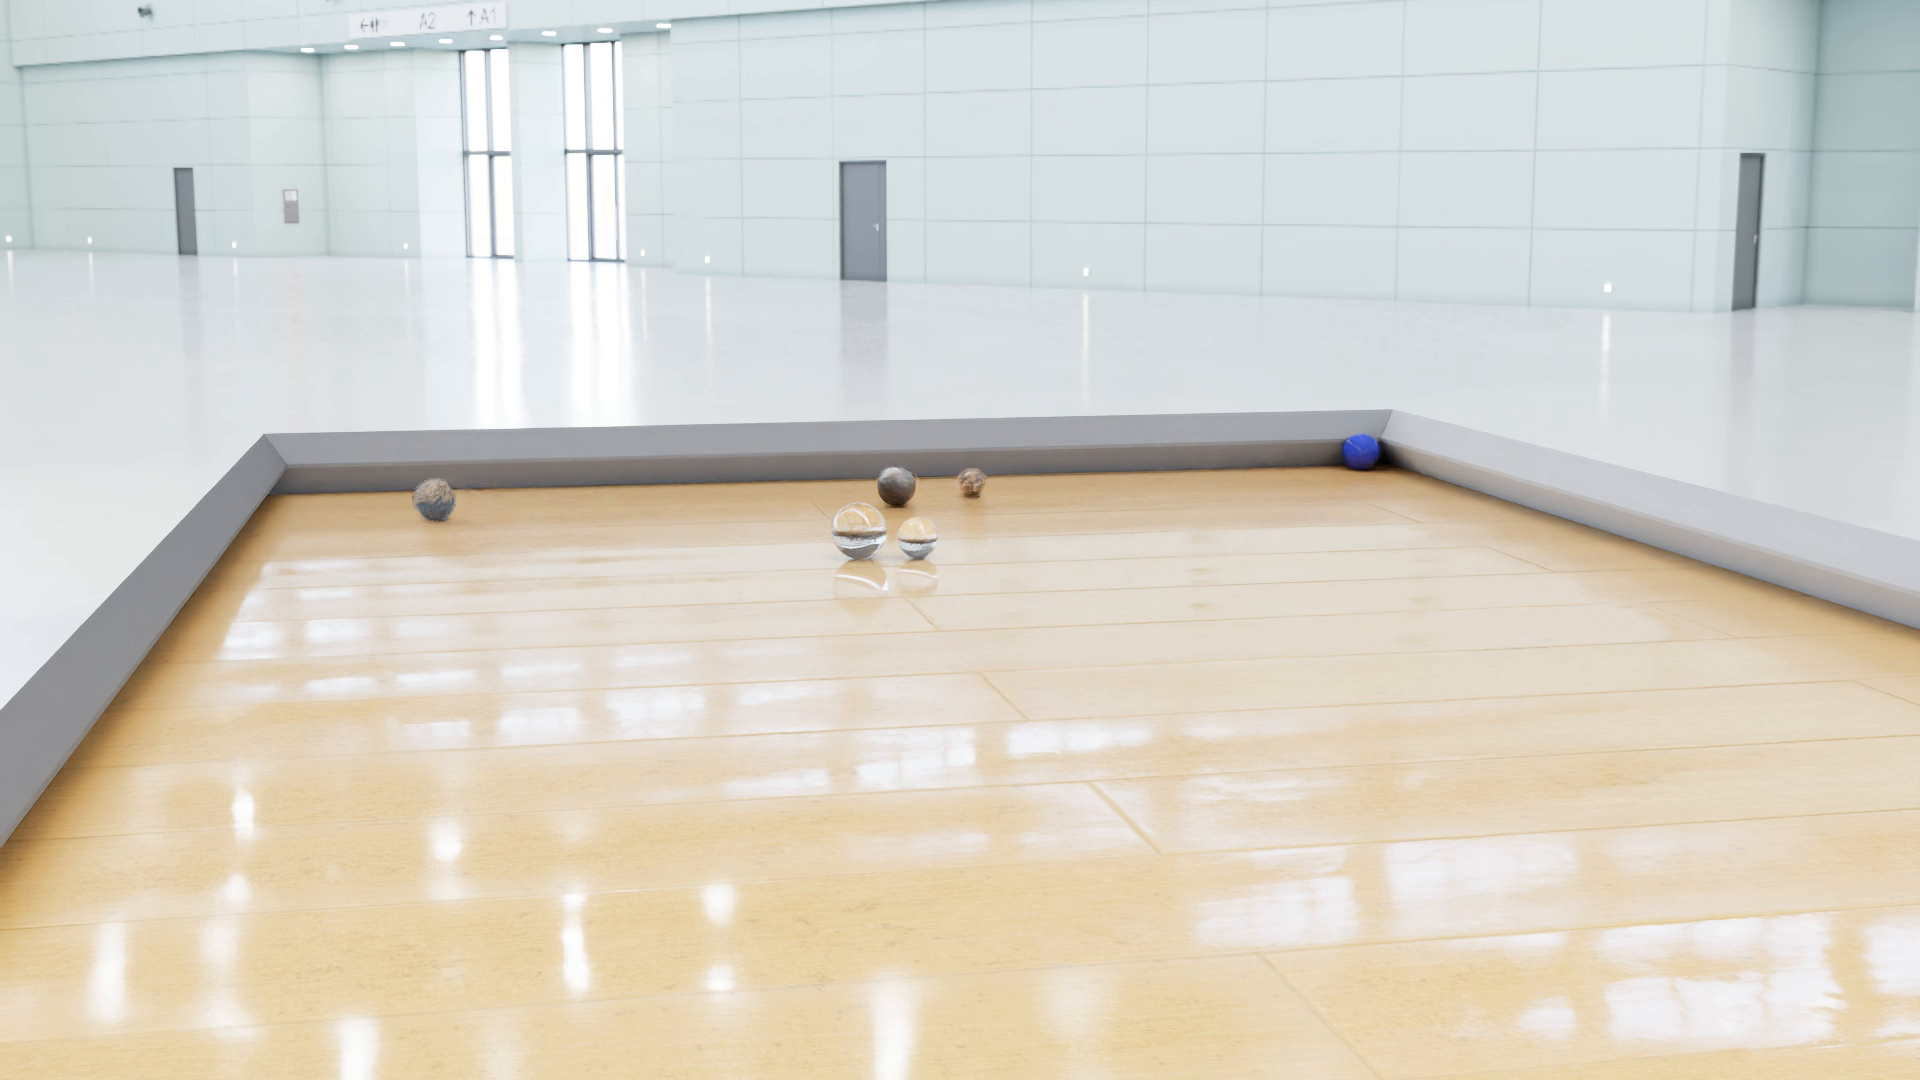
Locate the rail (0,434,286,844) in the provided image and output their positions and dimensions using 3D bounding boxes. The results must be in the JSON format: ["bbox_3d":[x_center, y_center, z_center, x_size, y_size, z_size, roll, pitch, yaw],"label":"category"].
[{"bbox_3d":[-0.884,0.169,2.212,0.045,0.114,4.029,-2,9,-12],"label":"rail"}]

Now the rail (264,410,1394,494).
[{"bbox_3d":[-0.199,-0.176,4.358,2.269,0.114,0.045,-2,9,-12],"label":"rail"}]

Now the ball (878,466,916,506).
[{"bbox_3d":[-0.116,-0.098,4.012,0.071,0.071,0.071,0,9,0],"label":"ball"}]

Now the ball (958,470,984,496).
[{"bbox_3d":[0.022,-0.107,4.137,0.050,0.050,0.050,0,9,0],"label":"ball"}]

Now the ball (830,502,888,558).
[{"bbox_3d":[-0.158,-0.015,3.442,0.088,0.088,0.088,0,9,0],"label":"ball"}]

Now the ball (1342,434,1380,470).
[{"bbox_3d":[0.824,-0.181,4.513,0.075,0.075,0.075,0,9,0],"label":"ball"}]

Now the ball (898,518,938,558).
[{"bbox_3d":[-0.066,-0.004,3.449,0.064,0.064,0.064,0,9,0],"label":"ball"}]

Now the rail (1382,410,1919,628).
[{"bbox_3d":[1.291,0.098,2.655,0.045,0.114,4.029,-2,9,-12],"label":"rail"}]

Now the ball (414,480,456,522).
[{"bbox_3d":[-0.914,-0.069,3.828,0.072,0.072,0.072,0,9,0],"label":"ball"}]
